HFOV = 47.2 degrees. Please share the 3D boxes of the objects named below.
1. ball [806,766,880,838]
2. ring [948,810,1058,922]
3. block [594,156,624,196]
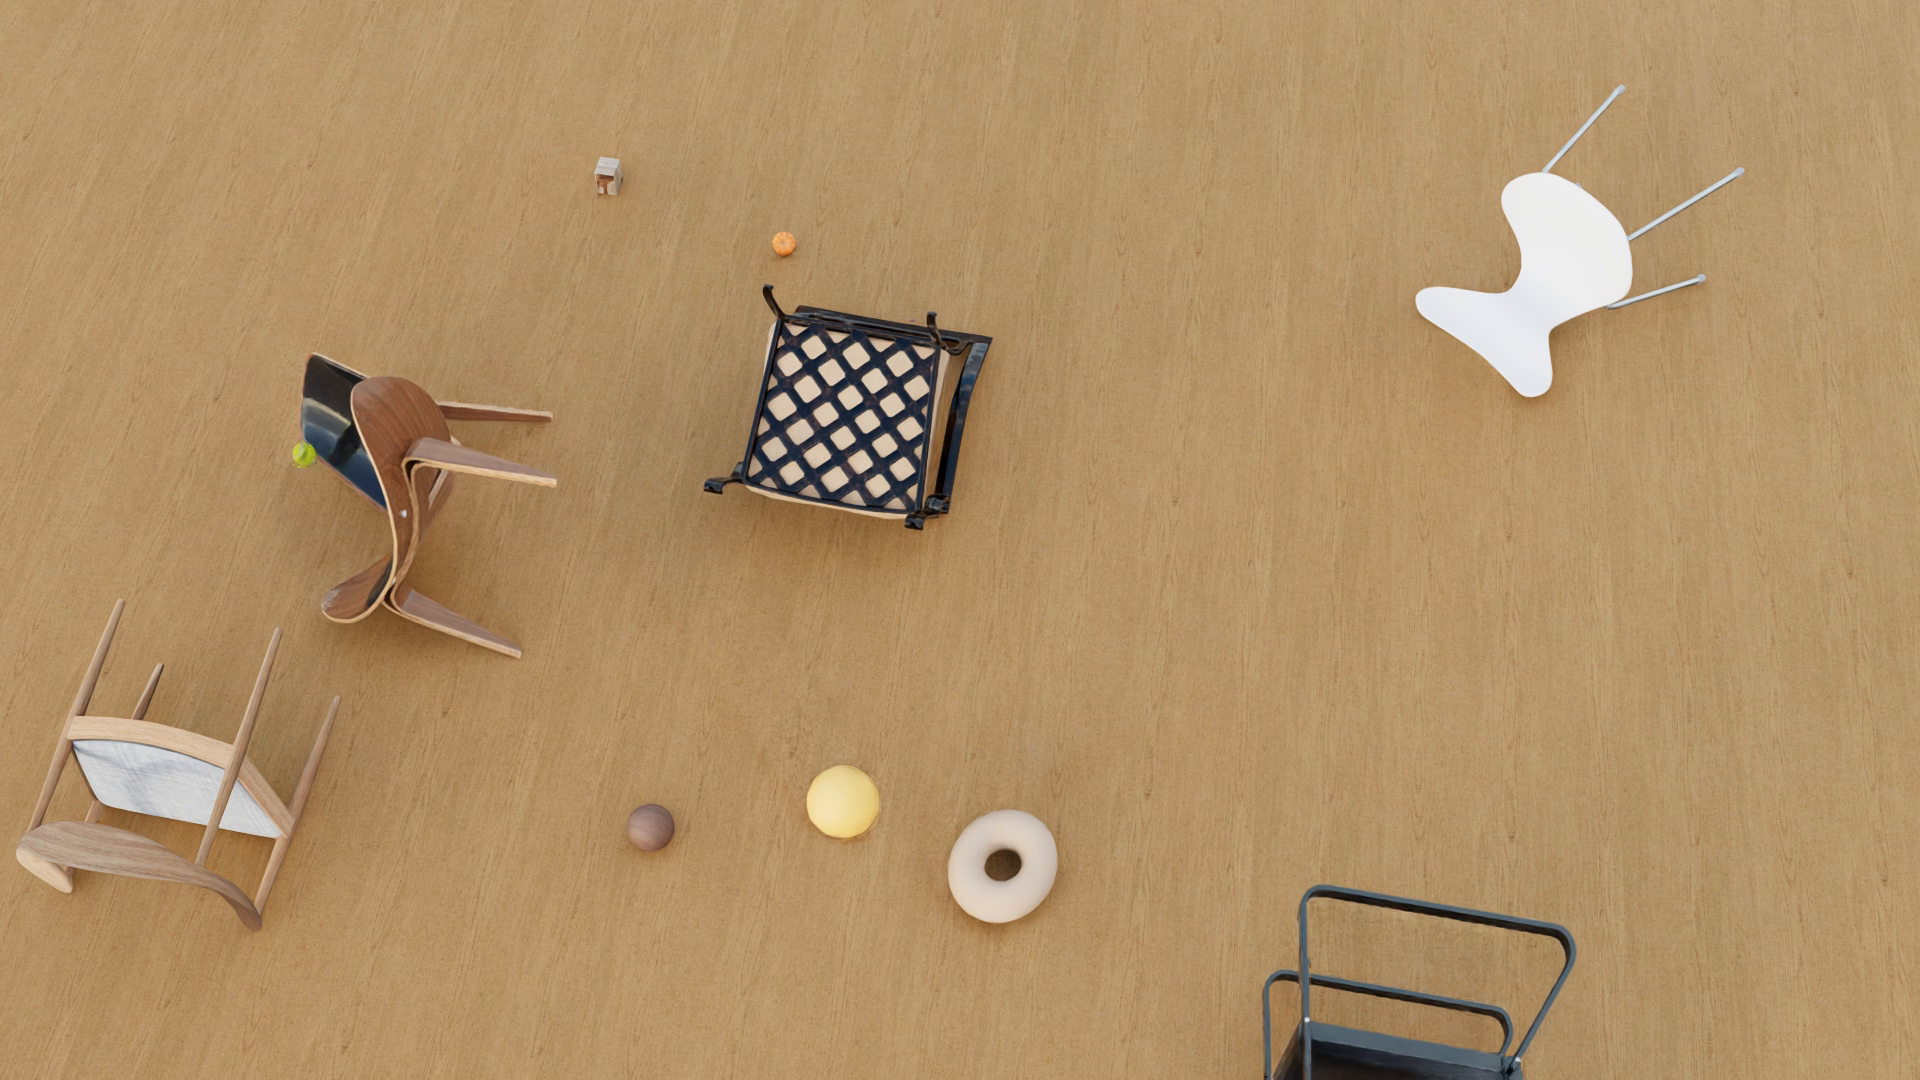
[{"bbox_3d":[-0.318,0.711,5.978,0.197,0.197,0.197,0,56,0],"label":"ball"},{"bbox_3d":[0.116,0.876,5.918,0.288,0.114,0.333,22,58,15],"label":"ring"},{"bbox_3d":[-1.171,-1.213,7.330,0.066,0.095,0.075,9,57,6],"label":"block"}]
